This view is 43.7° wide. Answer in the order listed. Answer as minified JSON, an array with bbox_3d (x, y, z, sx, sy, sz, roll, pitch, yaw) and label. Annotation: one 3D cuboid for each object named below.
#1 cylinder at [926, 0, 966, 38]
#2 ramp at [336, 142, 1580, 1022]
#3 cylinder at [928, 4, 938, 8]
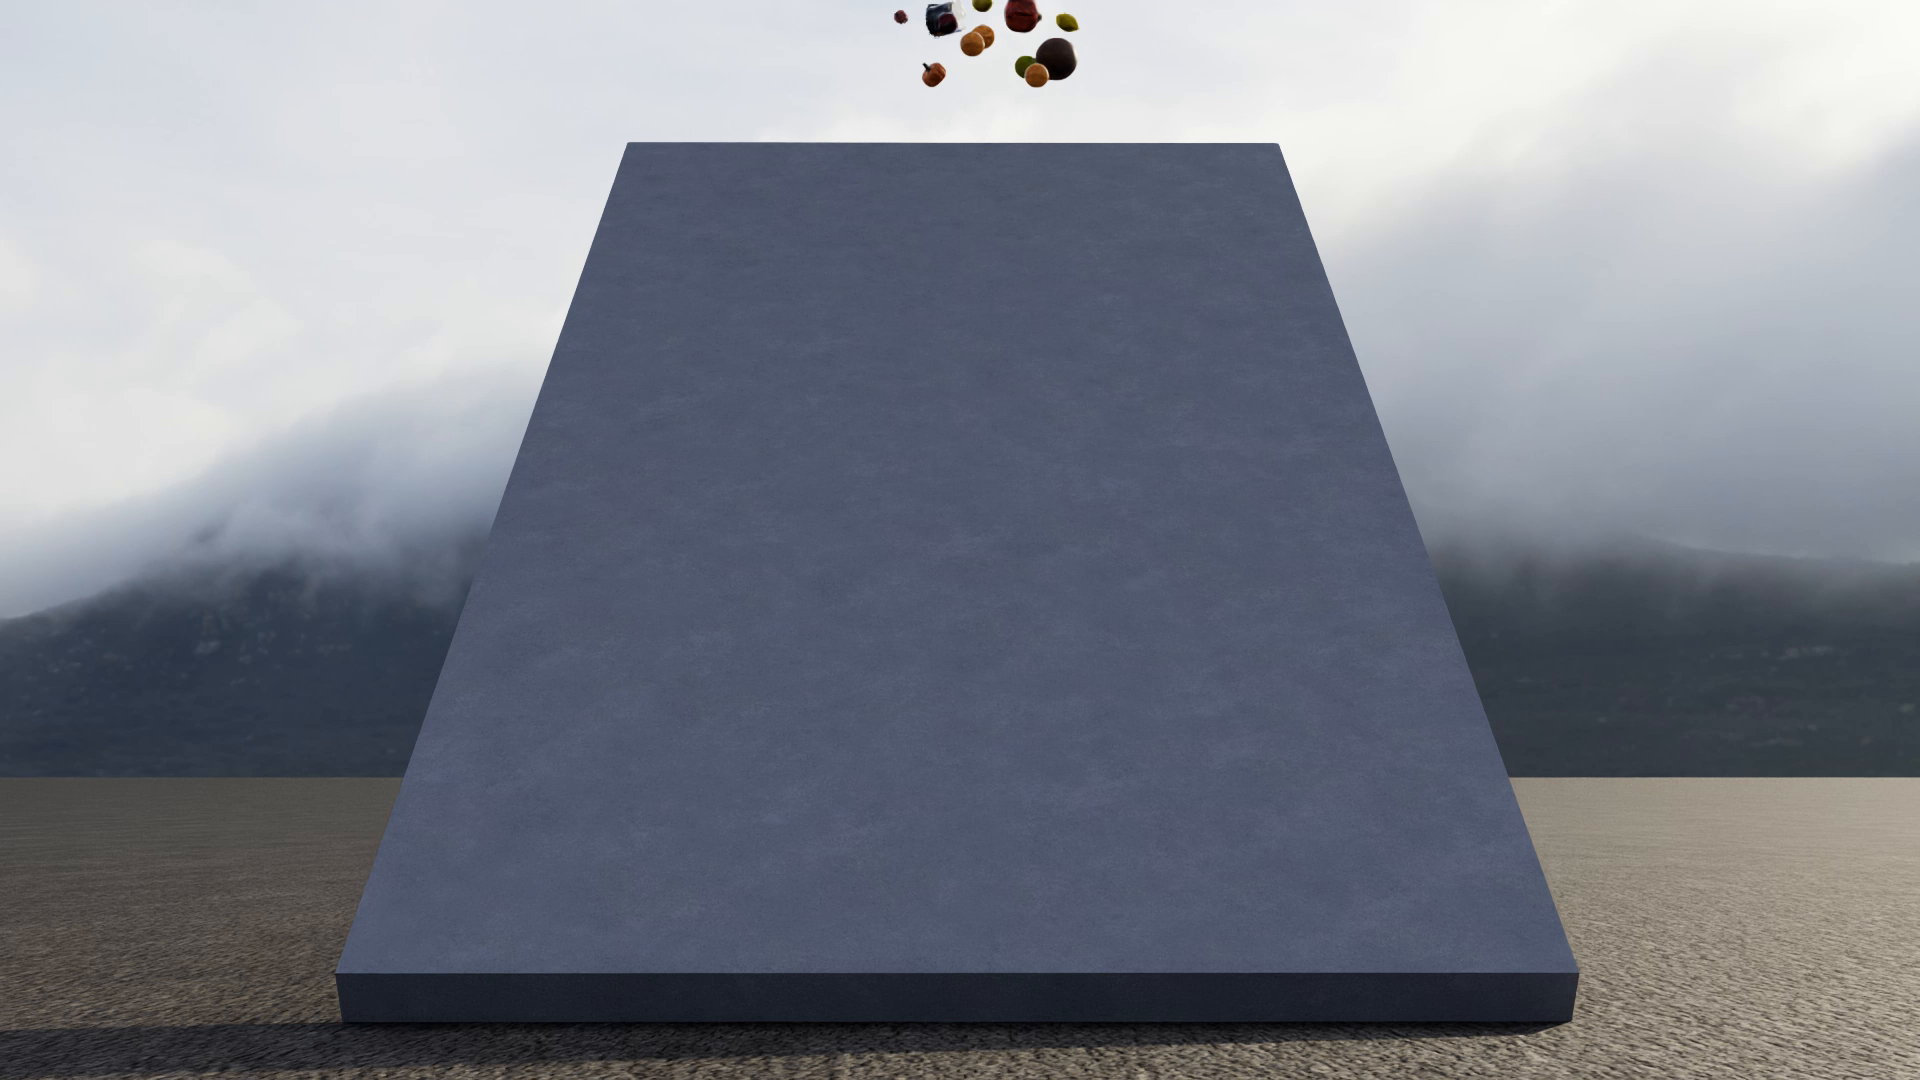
[{"bbox_3d":[-0.042,-1.556,7.155,0.092,0.092,0.092,-10,-9,27],"label":"cylinder"},{"bbox_3d":[-0.012,-0.219,5.629,2.000,0.100,4.000,0,29,0],"label":"ramp"},{"bbox_3d":[-0.056,-1.584,7.259,0.080,0.080,0.080,2,-6,-2],"label":"cylinder"}]
